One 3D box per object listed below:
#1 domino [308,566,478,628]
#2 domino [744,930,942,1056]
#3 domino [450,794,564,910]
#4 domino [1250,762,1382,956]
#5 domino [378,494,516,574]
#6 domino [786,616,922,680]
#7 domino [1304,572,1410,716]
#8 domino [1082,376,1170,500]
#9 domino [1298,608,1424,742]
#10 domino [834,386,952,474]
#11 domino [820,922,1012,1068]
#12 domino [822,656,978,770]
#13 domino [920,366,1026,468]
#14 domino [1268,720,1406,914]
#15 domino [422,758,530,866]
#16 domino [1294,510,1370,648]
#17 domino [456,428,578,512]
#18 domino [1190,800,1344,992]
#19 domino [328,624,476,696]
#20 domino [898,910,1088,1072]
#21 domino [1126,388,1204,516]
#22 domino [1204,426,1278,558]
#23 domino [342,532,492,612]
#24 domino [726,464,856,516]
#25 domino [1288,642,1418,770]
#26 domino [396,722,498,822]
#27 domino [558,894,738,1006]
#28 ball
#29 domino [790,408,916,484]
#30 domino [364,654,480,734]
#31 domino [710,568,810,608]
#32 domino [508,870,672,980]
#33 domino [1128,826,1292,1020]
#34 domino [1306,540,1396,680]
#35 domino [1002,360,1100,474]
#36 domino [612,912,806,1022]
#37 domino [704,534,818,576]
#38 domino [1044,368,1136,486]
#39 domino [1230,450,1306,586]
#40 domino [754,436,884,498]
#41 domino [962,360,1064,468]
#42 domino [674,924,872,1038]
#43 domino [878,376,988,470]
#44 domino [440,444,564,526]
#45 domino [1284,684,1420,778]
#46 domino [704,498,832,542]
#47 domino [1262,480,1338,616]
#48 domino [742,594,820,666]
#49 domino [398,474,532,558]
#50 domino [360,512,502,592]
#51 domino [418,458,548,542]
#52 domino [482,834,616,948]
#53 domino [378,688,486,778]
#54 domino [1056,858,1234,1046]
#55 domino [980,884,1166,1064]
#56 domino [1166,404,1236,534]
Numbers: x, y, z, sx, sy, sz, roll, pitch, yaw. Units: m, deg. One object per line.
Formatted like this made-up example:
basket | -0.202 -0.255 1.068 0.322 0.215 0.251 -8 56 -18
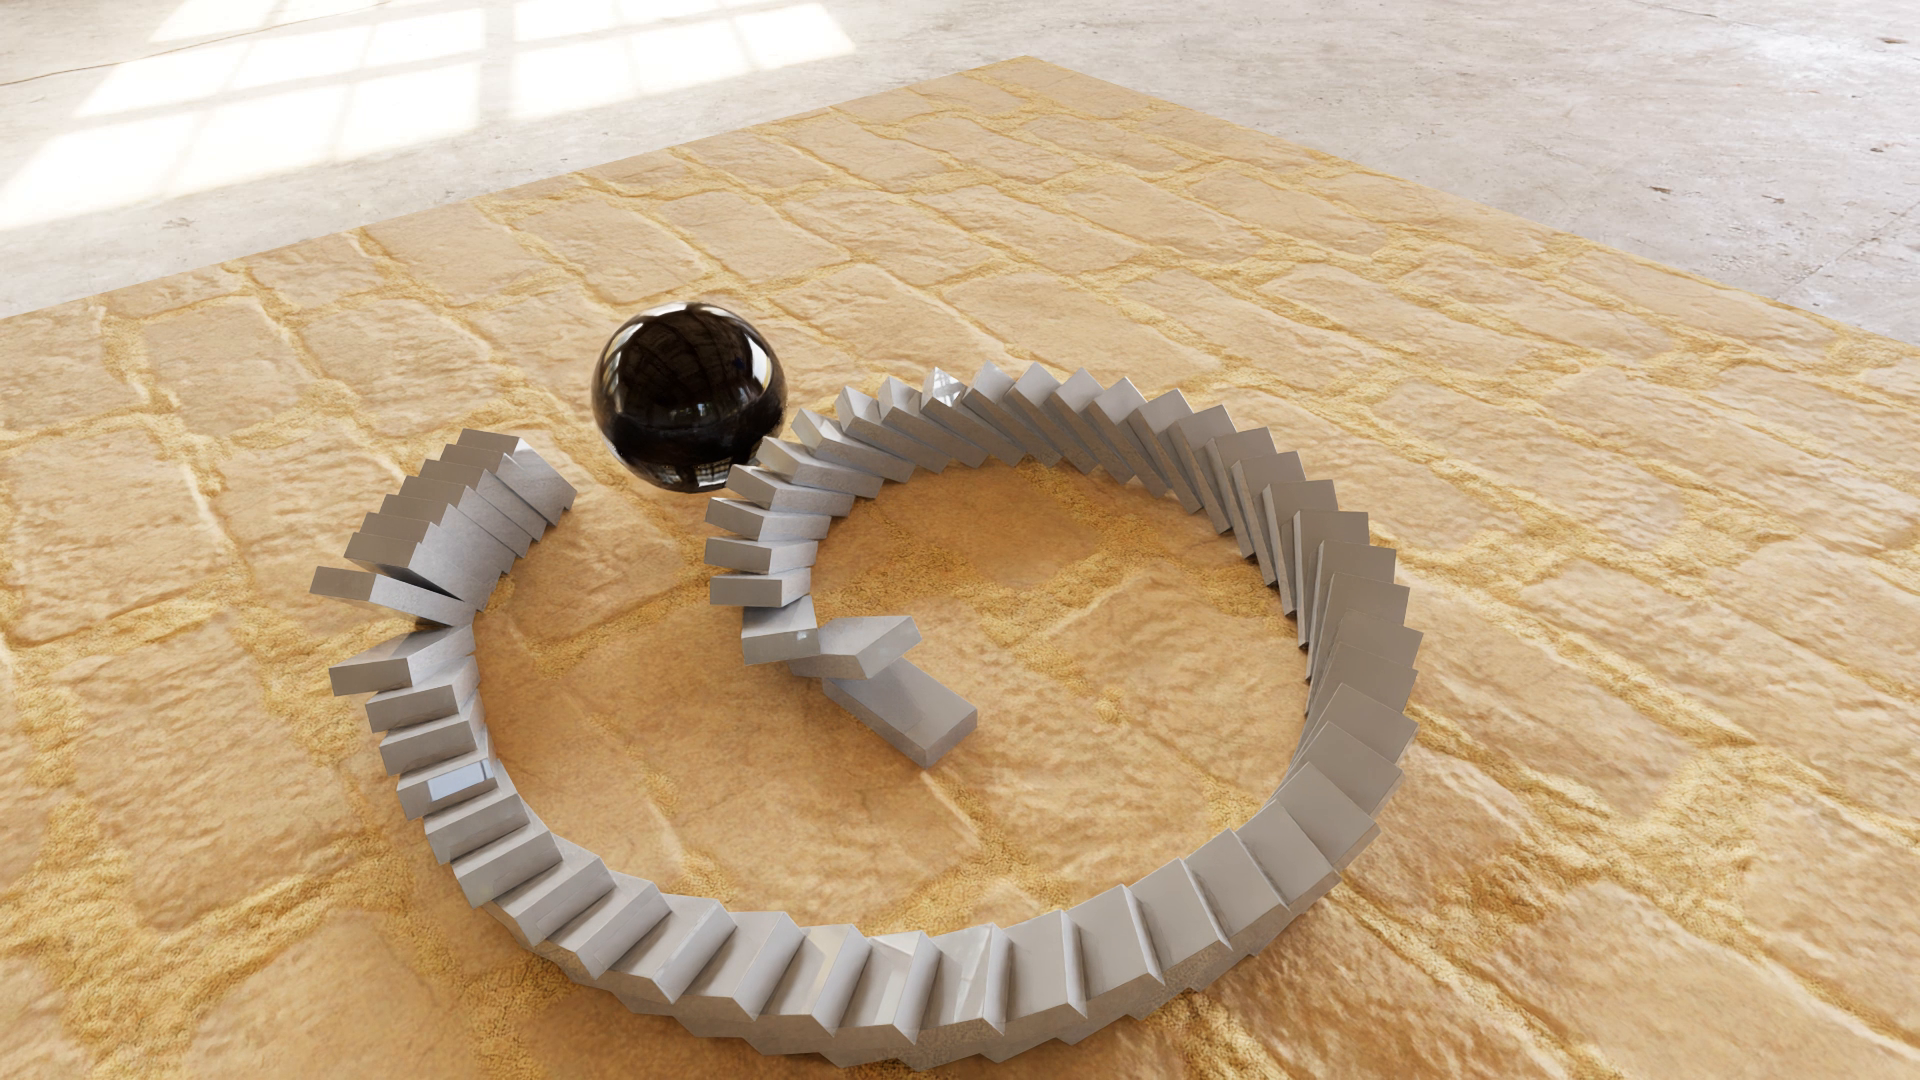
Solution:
domino | -0.198 0.021 0.387 0.025 0.050 0.010 6 76 17
domino | -0.030 0.116 0.281 0.050 0.010 0.025 -19 30 31
domino | -0.133 0.088 0.316 0.025 0.010 0.050 -26 13 -28
domino | 0.092 0.090 0.312 0.050 0.009 0.025 -45 49 1
domino | -0.192 -0.002 0.415 0.025 0.050 0.010 8 70 10
domino | -0.038 0.037 0.378 0.025 0.010 0.050 -34 16 -34
domino | 0.136 0.038 0.376 0.025 0.010 0.050 12 75 15
domino | 0.078 -0.045 0.477 0.050 0.009 0.025 50 53 3
domino | 0.131 0.050 0.362 0.025 0.009 0.050 19 76 22
domino | -0.029 -0.048 0.481 0.050 0.010 0.025 22 29 -31
domino | -0.011 0.116 0.281 0.050 0.009 0.025 -23 32 25
domino | -0.021 0.055 0.376 0.050 0.010 0.025 30 48 32
domino | 0.006 -0.055 0.489 0.050 0.010 0.025 29 35 -20
domino | 0.105 0.081 0.323 0.025 0.009 0.050 36 85 35
domino | -0.145 0.079 0.326 0.025 0.009 0.050 -24 12 -26
domino | 0.138 0.014 0.405 0.025 0.010 0.050 2 74 3
domino | -0.179 -0.028 0.447 0.025 0.050 0.009 9 69 11
domino | 0.077 0.098 0.303 0.050 0.010 0.025 -40 45 5
domino | -0.188 0.040 0.373 0.025 0.009 0.050 -7 8 -1
domino | 0.007 0.116 0.282 0.050 0.009 0.025 -27 35 20
domino | 0.095 -0.038 0.469 0.025 0.010 0.050 -27 81 -29
domino | 0.120 -0.019 0.446 0.025 0.010 0.050 -12 75 -14
domino | -0.195 0.012 0.398 0.025 0.050 0.009 8 70 10
domino | -0.068 -0.020 0.447 0.025 0.010 0.050 27 12 29
domino | 0.124 0.061 0.349 0.025 0.010 0.050 21 77 24
domino | -0.157 0.070 0.338 0.025 0.009 0.050 -19 10 -22
domino | -0.084 0.107 0.292 0.050 0.009 0.025 -12 26 42
ball | -0.112 -0.060 0.460 0.080 0.080 0.080 0 39 0
domino | -0.045 -0.040 0.471 0.050 0.010 0.025 14 25 -41
domino | -0.176 0.050 0.362 0.025 0.009 0.050 -13 8 -15
domino | -0.072 0.016 0.401 0.025 0.010 0.050 2 3 4
domino | -0.102 0.102 0.298 0.050 0.009 0.025 -9 24 48
domino | 0.061 0.103 0.297 0.050 0.010 0.025 -38 44 7
domino | 0.139 0.026 0.390 0.025 0.010 0.050 8 74 10
domino | 0.045 -0.054 0.489 0.050 0.009 0.025 42 45 -5
domino | -0.066 0.111 0.288 0.050 0.009 0.025 -15 27 37
domino | -0.074 0.005 0.416 0.025 0.009 0.050 9 5 11
domino | 0.063 -0.050 0.484 0.050 0.010 0.025 46 50 0
domino | 0.127 -0.009 0.433 0.025 0.010 0.050 -9 74 -11
domino | -0.058 -0.030 0.459 0.025 0.010 0.050 35 16 35
domino | 0.026 -0.056 0.491 0.050 0.010 0.025 36 40 -11
domino | -0.049 0.114 0.284 0.050 0.009 0.025 -17 29 34
domino | -0.012 -0.052 0.486 0.050 0.010 0.025 24 31 -26
domino | -0.182 -0.021 0.439 0.025 0.050 0.009 9 69 11
domino | 0.116 0.072 0.335 0.025 0.010 0.050 29 81 31
domino | -0.075 -0.008 0.432 0.025 0.010 0.050 19 8 21
domino | 0.133 0.003 0.420 0.025 0.009 0.050 -4 73 -5
domino | -0.063 0.031 0.387 0.025 0.009 0.050 -7 11 -9
domino | -0.189 -0.008 0.423 0.025 0.050 0.009 9 69 11
domino | -0.195 0.005 0.407 0.025 0.050 0.009 8 70 10
domino | -0.186 -0.015 0.431 0.025 0.050 0.009 9 69 11
domino | -0.117 0.096 0.306 0.025 0.009 0.050 -34 17 -34
domino | -0.166 0.060 0.350 0.025 0.010 0.050 -16 9 -19
domino | 0.044 0.109 0.291 0.050 0.009 0.025 -35 41 10
domino | 0.026 0.113 0.286 0.050 0.009 0.025 -31 38 15
domino | 0.109 -0.030 0.459 0.025 0.009 0.050 -19 78 -23
